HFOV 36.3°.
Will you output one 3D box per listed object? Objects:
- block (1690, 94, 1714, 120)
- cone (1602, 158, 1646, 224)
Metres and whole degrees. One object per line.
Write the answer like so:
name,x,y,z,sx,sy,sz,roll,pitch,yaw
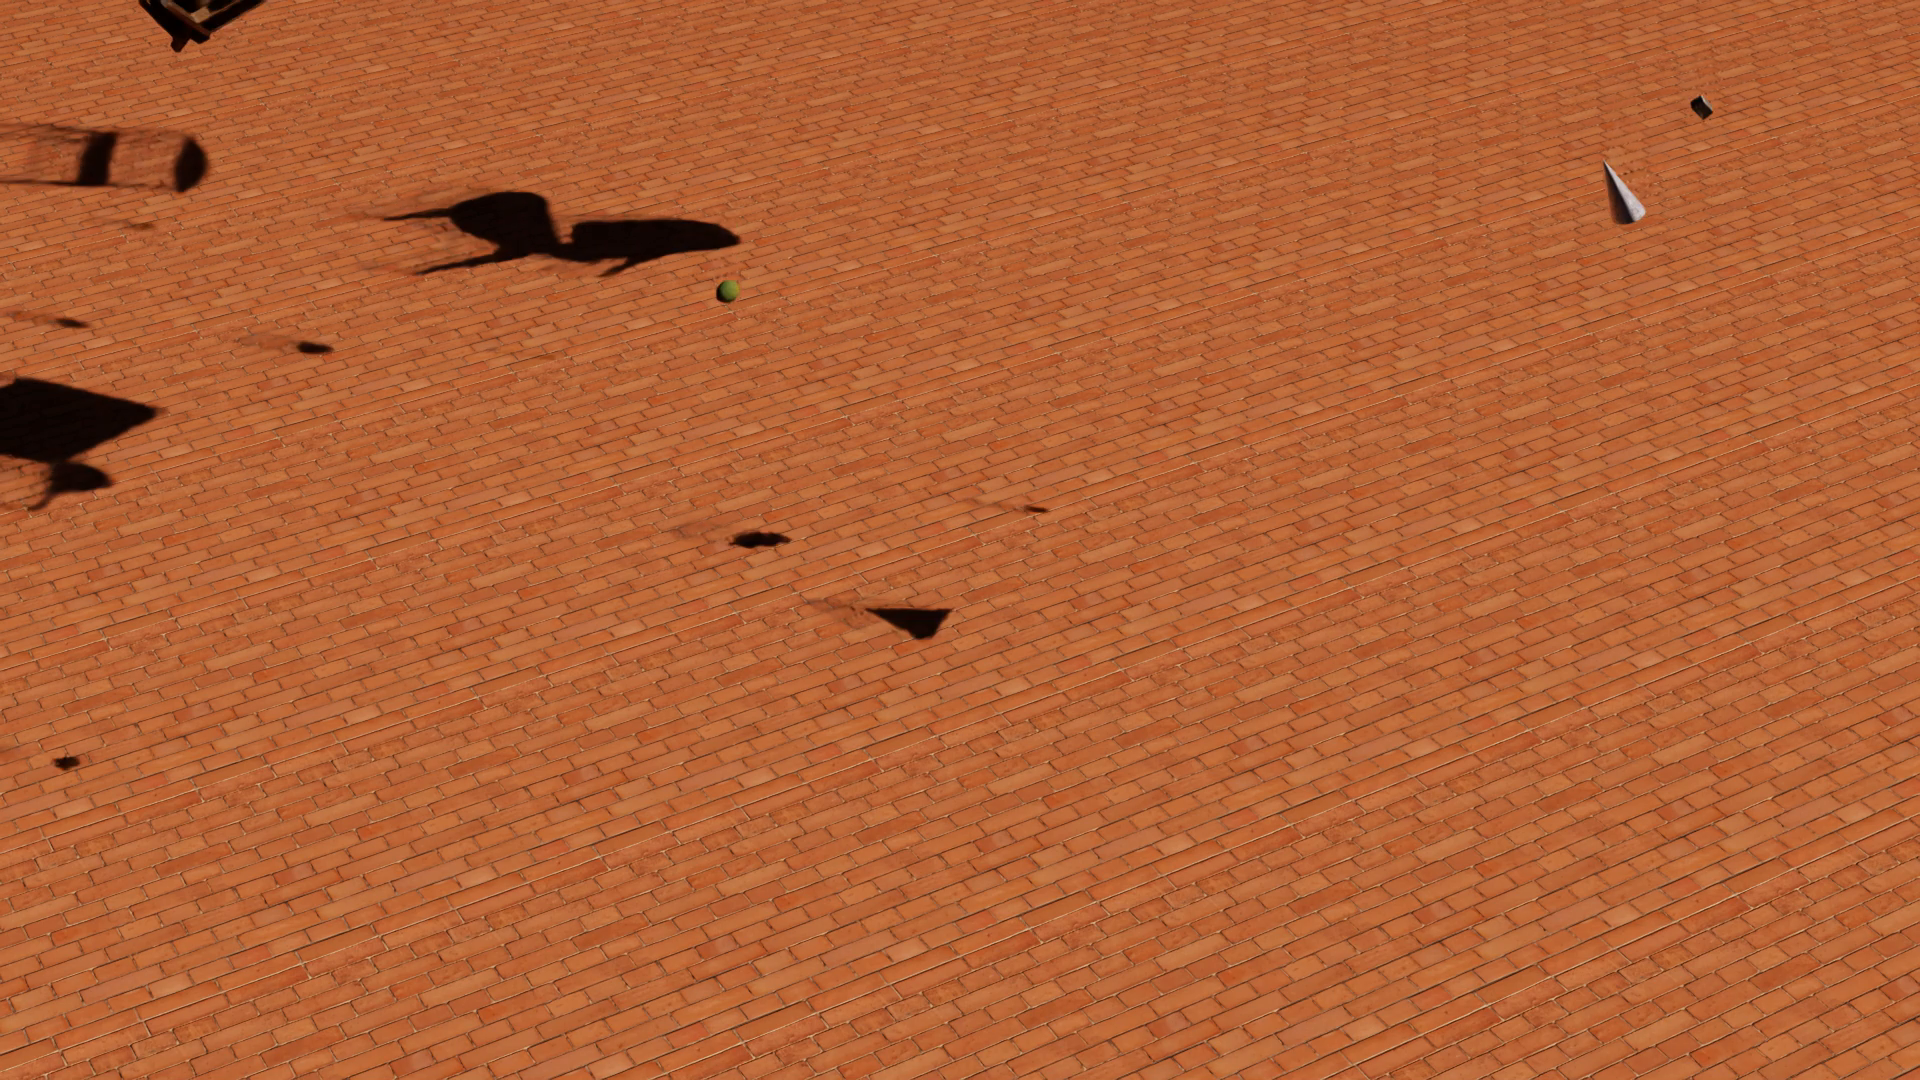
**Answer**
block,2.428,-1.416,9.595,0.043,0.060,0.041,-36,29,29
cone,2.001,-1.080,8.949,0.103,0.197,0.239,-26,13,8
